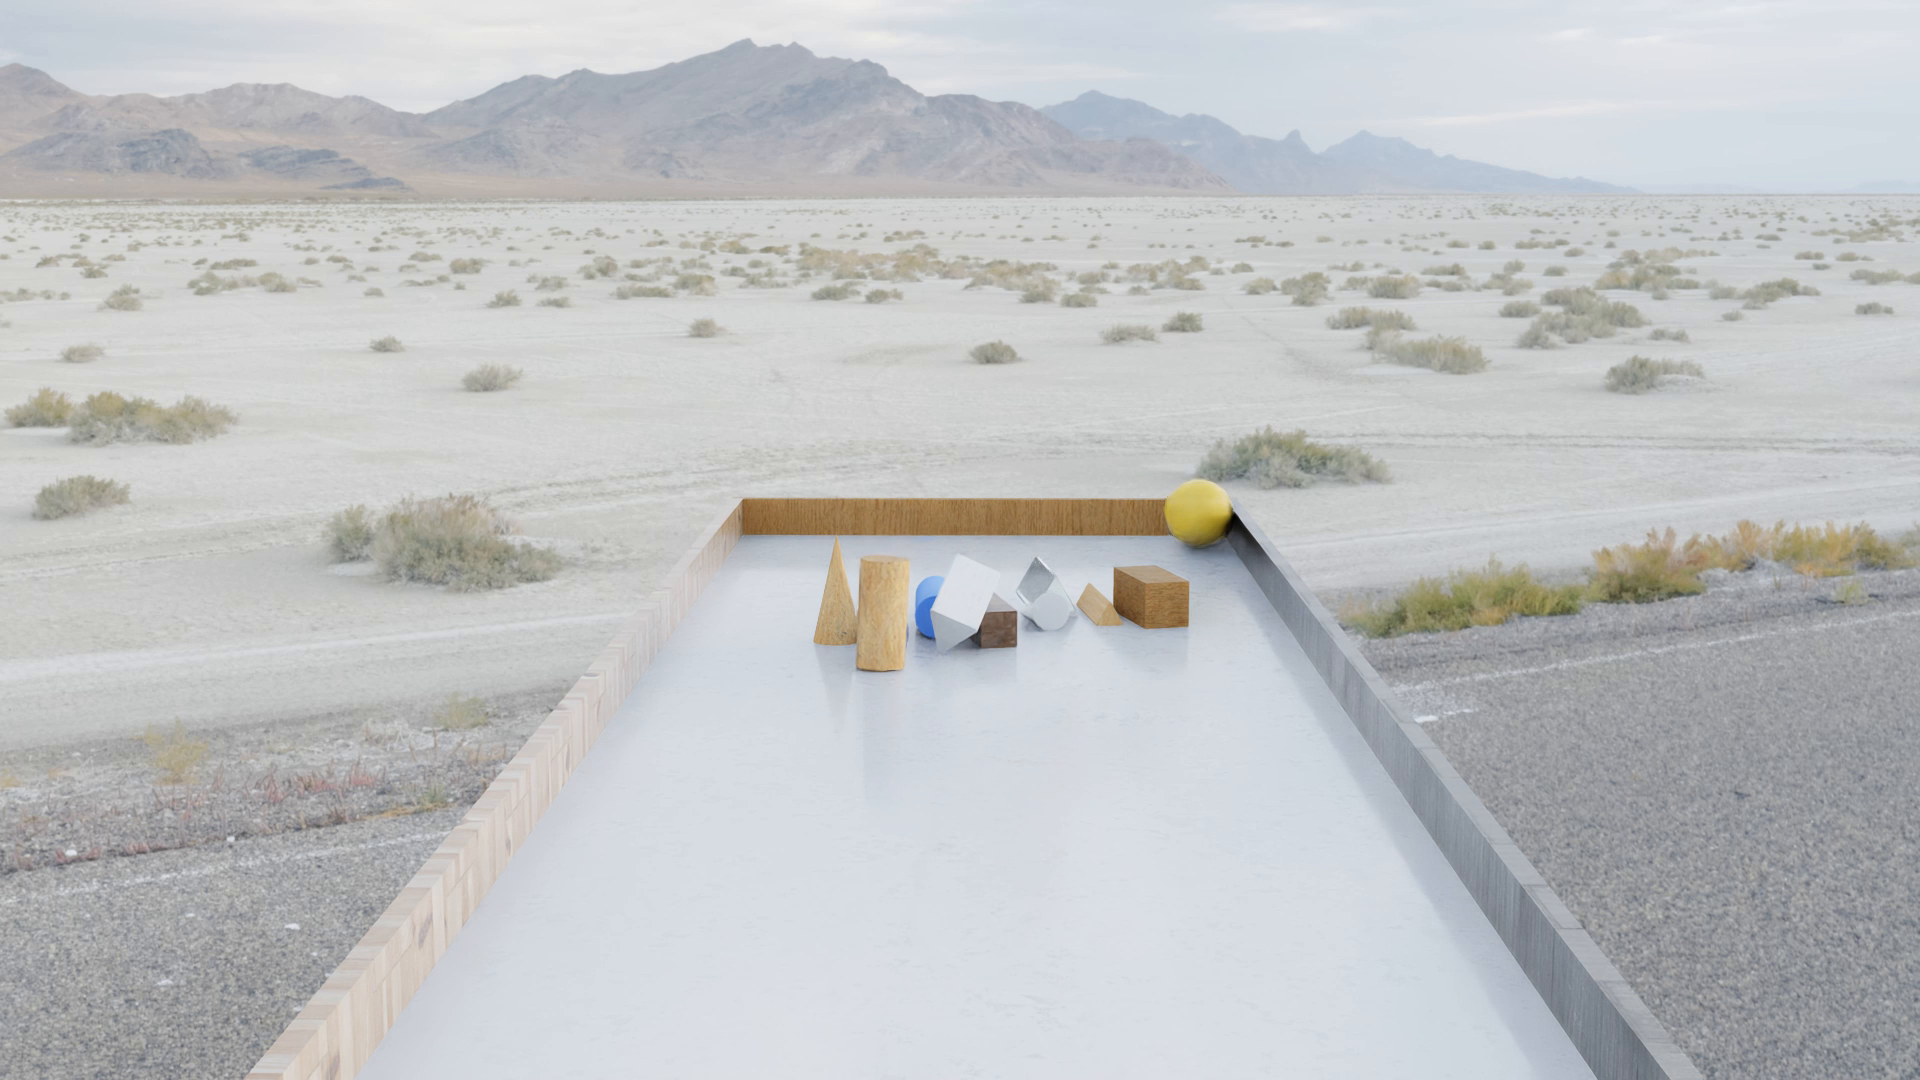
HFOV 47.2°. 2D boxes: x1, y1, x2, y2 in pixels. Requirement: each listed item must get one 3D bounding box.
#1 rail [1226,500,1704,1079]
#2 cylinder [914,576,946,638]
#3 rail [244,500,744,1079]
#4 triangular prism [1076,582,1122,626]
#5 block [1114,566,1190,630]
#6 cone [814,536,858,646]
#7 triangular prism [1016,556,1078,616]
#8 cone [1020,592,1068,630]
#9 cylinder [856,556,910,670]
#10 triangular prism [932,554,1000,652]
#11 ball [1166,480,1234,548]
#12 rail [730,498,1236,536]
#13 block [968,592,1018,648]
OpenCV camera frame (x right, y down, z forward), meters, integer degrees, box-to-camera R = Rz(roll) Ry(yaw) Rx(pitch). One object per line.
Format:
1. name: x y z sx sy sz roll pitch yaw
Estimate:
1. rail: 1.046 0.843 3.208 0.050 0.150 12.000 0 9 1
2. cylinder: -0.079 0.216 7.206 0.137 0.137 0.375 0 9 -1
3. rail: -1.004 0.839 3.234 0.050 0.150 12.000 0 9 1
4. triangular prism: 0.469 0.213 7.407 0.088 0.076 0.371 -1 9 -7
5. block: 0.636 0.188 7.339 0.151 0.151 0.329 -2 9 -14
6. cone: -0.389 0.149 6.964 0.155 0.345 0.155 0 9 0
7. triangular prism: 0.297 0.155 7.587 0.152 0.131 0.432 -1 9 -7
8. cone: 0.248 0.239 7.306 0.125 0.125 0.337 -3 -1 -16
9. cylinder: -0.232 0.217 6.578 0.148 0.325 0.148 3 8 0
10. triangular prism: -0.008 0.180 6.889 0.154 0.133 0.357 -33 17 27
11. ball: 0.958 -0.106 8.812 0.272 0.272 0.272 0 9 0
12. rail: 0.099 -0.098 9.147 2.100 0.150 0.050 0 9 1
13. block: 0.085 0.252 7.047 0.116 0.116 0.364 -2 9 -12
